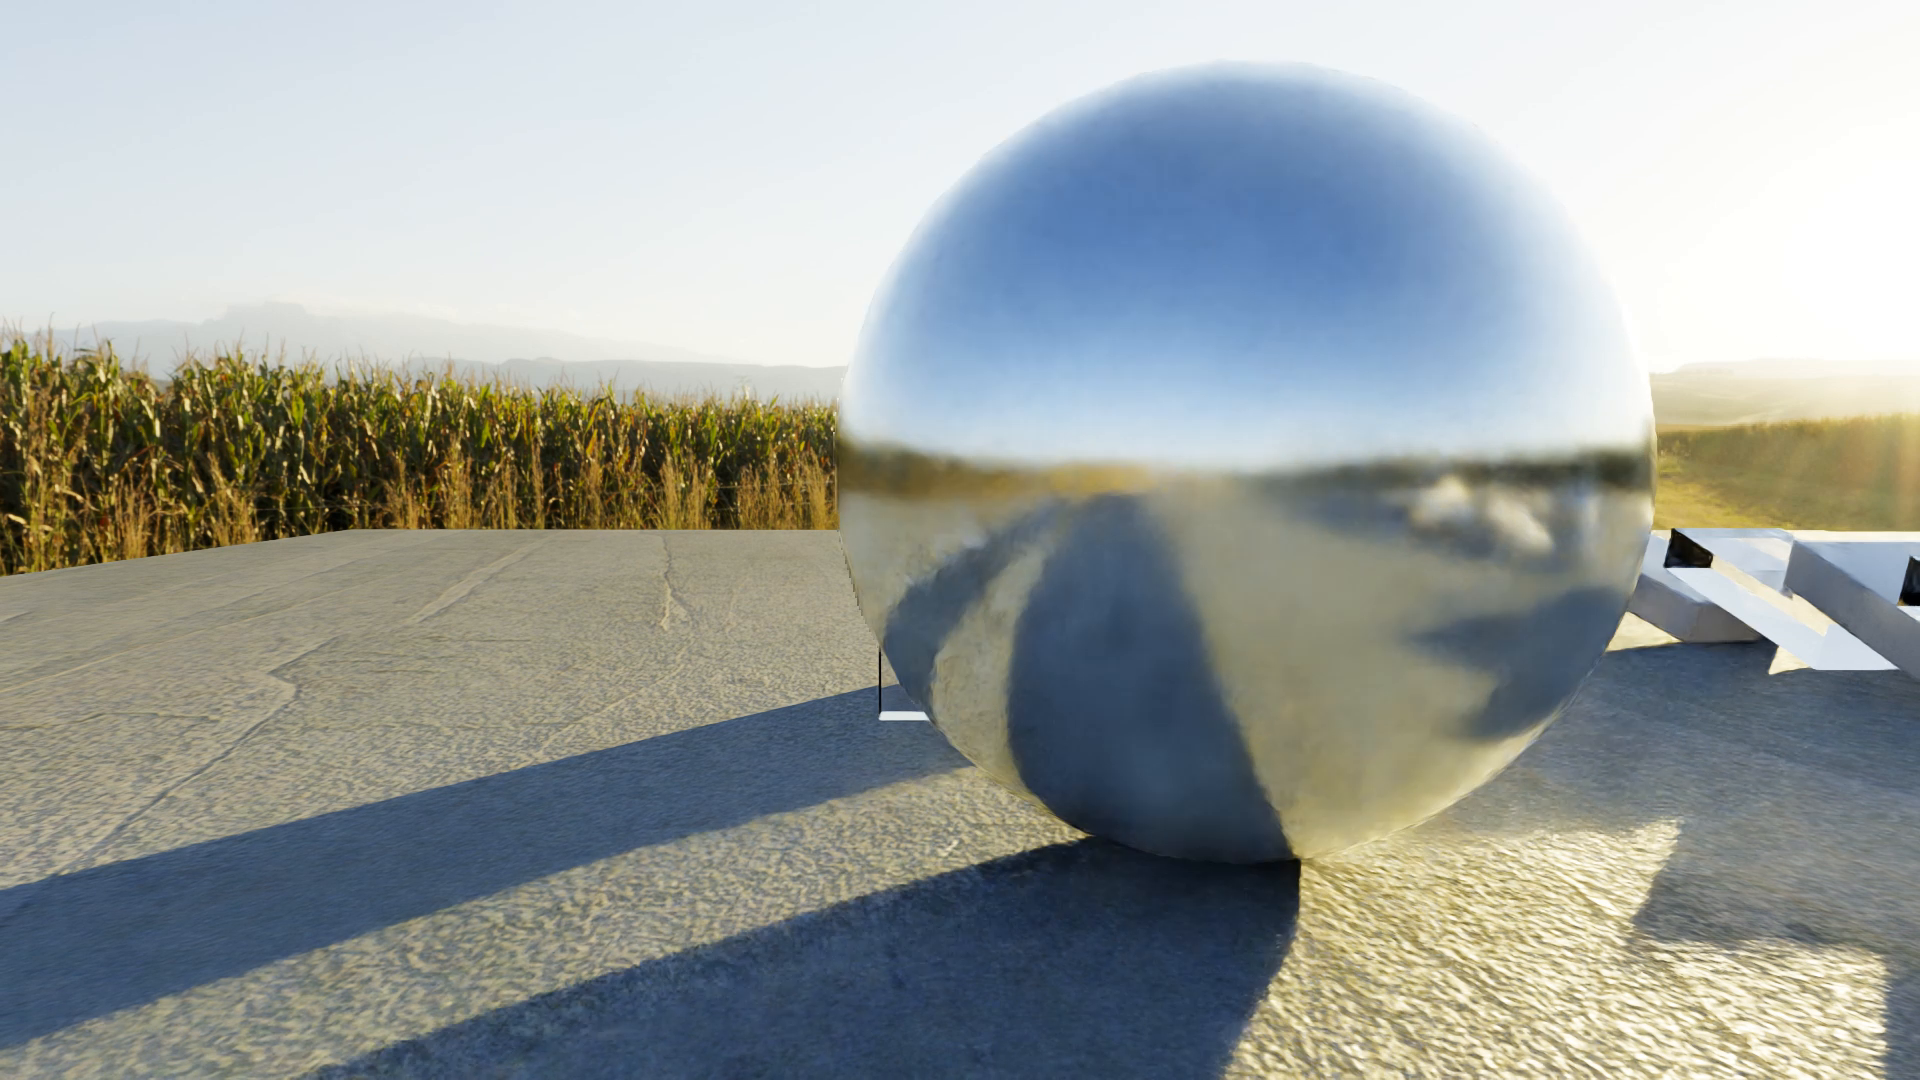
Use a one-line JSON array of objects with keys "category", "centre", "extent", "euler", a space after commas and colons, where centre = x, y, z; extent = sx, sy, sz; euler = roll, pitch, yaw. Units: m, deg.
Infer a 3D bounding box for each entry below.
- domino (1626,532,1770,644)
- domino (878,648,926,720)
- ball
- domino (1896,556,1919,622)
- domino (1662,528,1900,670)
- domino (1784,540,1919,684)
[{"category": "domino", "centre": [0.160, 0.009, 0.296], "extent": [0.025, 0.009, 0.050], "euler": [-1, 21, -16]}, {"category": "domino", "centre": [0.000, 0.002, 0.201], "extent": [0.025, 0.050, 0.010], "euler": [0, 4, 0]}, {"category": "ball", "centre": [0.027, -0.007, 0.133], "extent": [0.080, 0.080, 0.080], "euler": [0, 4, 0]}, {"category": "domino", "centre": [0.173, 0.016, 0.196], "extent": [0.025, 0.010, 0.050], "euler": [0, 21, 4]}, {"category": "domino", "centre": [0.172, 0.011, 0.264], "extent": [0.025, 0.010, 0.050], "euler": [0, 21, -4]}, {"category": "domino", "centre": [0.175, 0.014, 0.230], "extent": [0.025, 0.010, 0.050], "euler": [0, 21, 3]}]
